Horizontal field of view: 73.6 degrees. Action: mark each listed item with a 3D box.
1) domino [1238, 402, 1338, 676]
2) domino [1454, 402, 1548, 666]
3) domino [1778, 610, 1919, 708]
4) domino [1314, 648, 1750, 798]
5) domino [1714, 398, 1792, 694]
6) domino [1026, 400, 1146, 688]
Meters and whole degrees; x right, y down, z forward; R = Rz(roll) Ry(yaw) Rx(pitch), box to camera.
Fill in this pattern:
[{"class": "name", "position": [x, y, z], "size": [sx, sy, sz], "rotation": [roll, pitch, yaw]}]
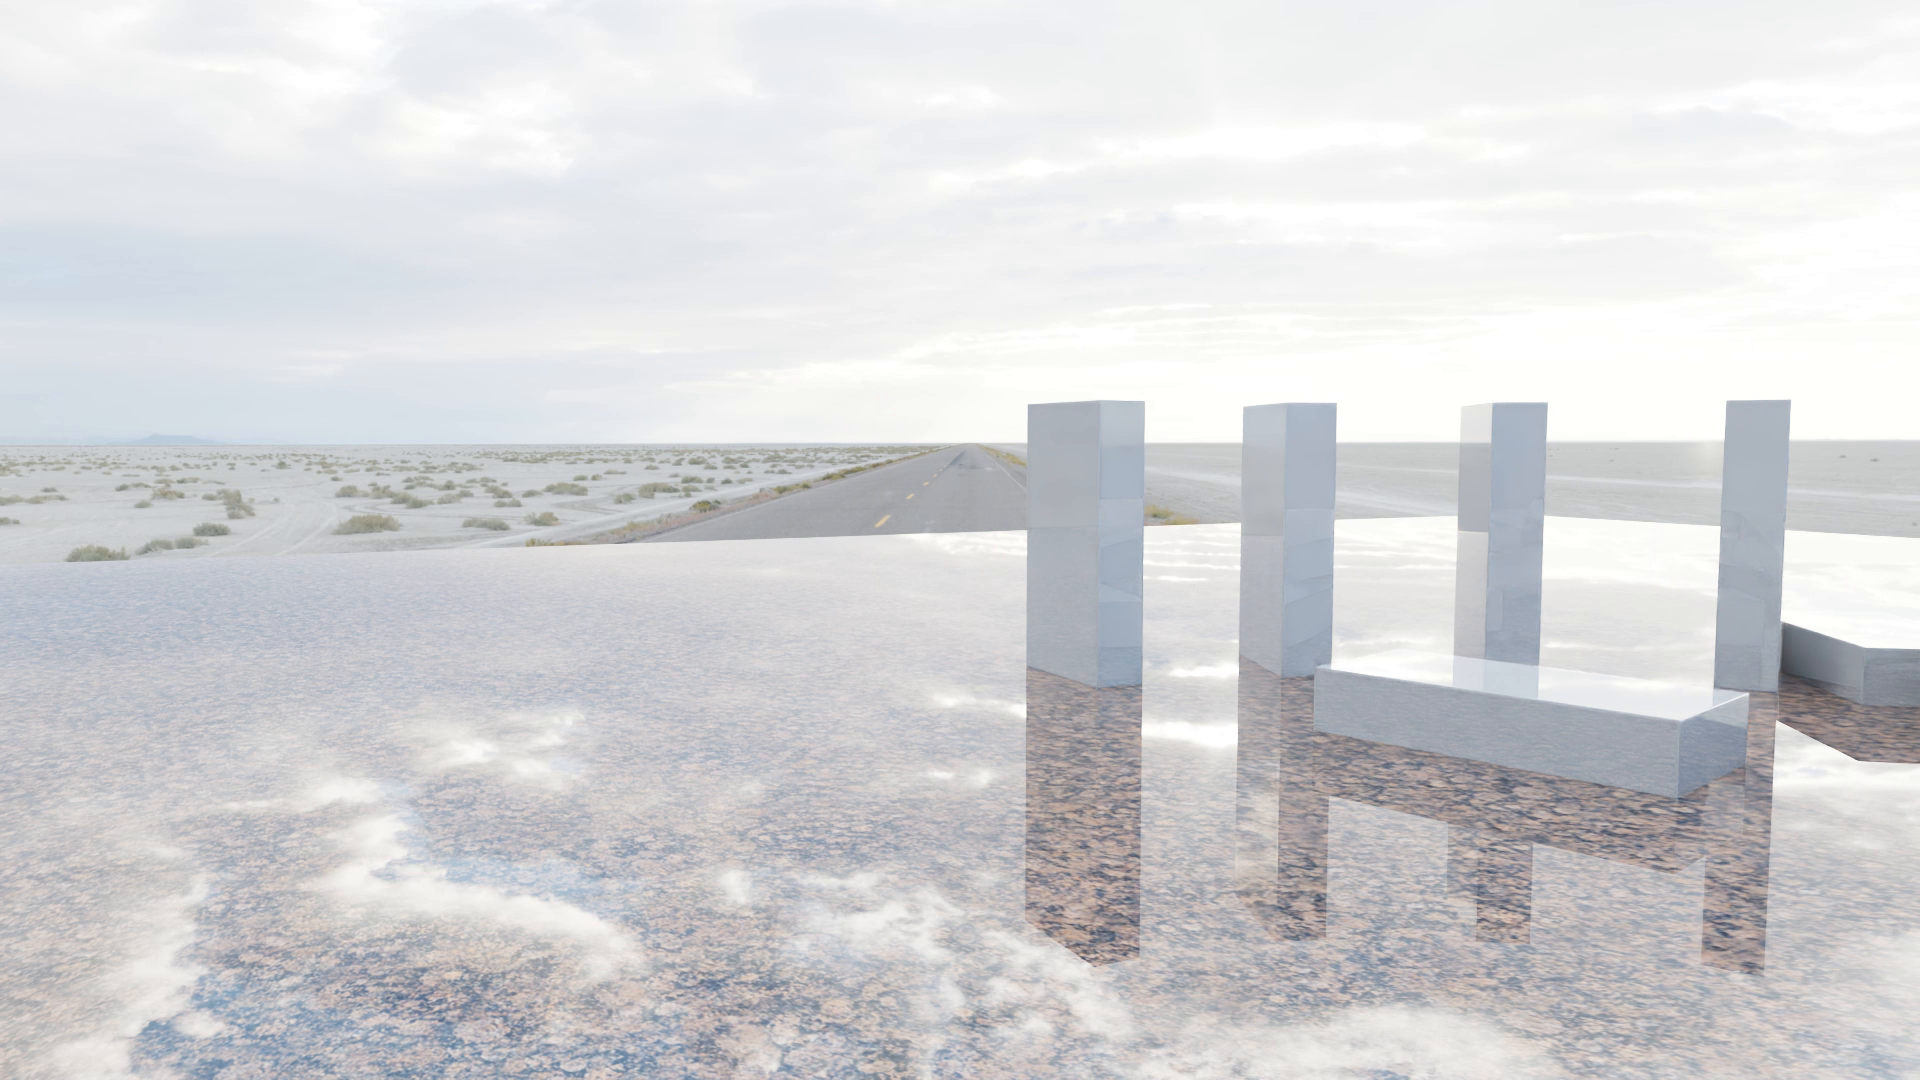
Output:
[{"class": "domino", "position": [0.062, -0.001, 0.246], "size": [0.010, 0.050, 0.025], "rotation": [0, 4, -6]}, {"class": "domino", "position": [0.103, -0.001, 0.245], "size": [0.010, 0.050, 0.025], "rotation": [1, 4, 9]}, {"class": "domino", "position": [0.164, 0.021, 0.231], "size": [0.025, 0.009, 0.050], "rotation": [1, 4, 12]}, {"class": "domino", "position": [0.079, 0.024, 0.181], "size": [0.025, 0.010, 0.050], "rotation": [-4, 6, -42]}, {"class": "domino", "position": [0.142, 0.000, 0.230], "size": [0.009, 0.050, 0.025], "rotation": [3, 5, 33]}, {"class": "domino", "position": [0.023, 0.000, 0.235], "size": [0.009, 0.050, 0.025], "rotation": [-2, 5, -27]}]
